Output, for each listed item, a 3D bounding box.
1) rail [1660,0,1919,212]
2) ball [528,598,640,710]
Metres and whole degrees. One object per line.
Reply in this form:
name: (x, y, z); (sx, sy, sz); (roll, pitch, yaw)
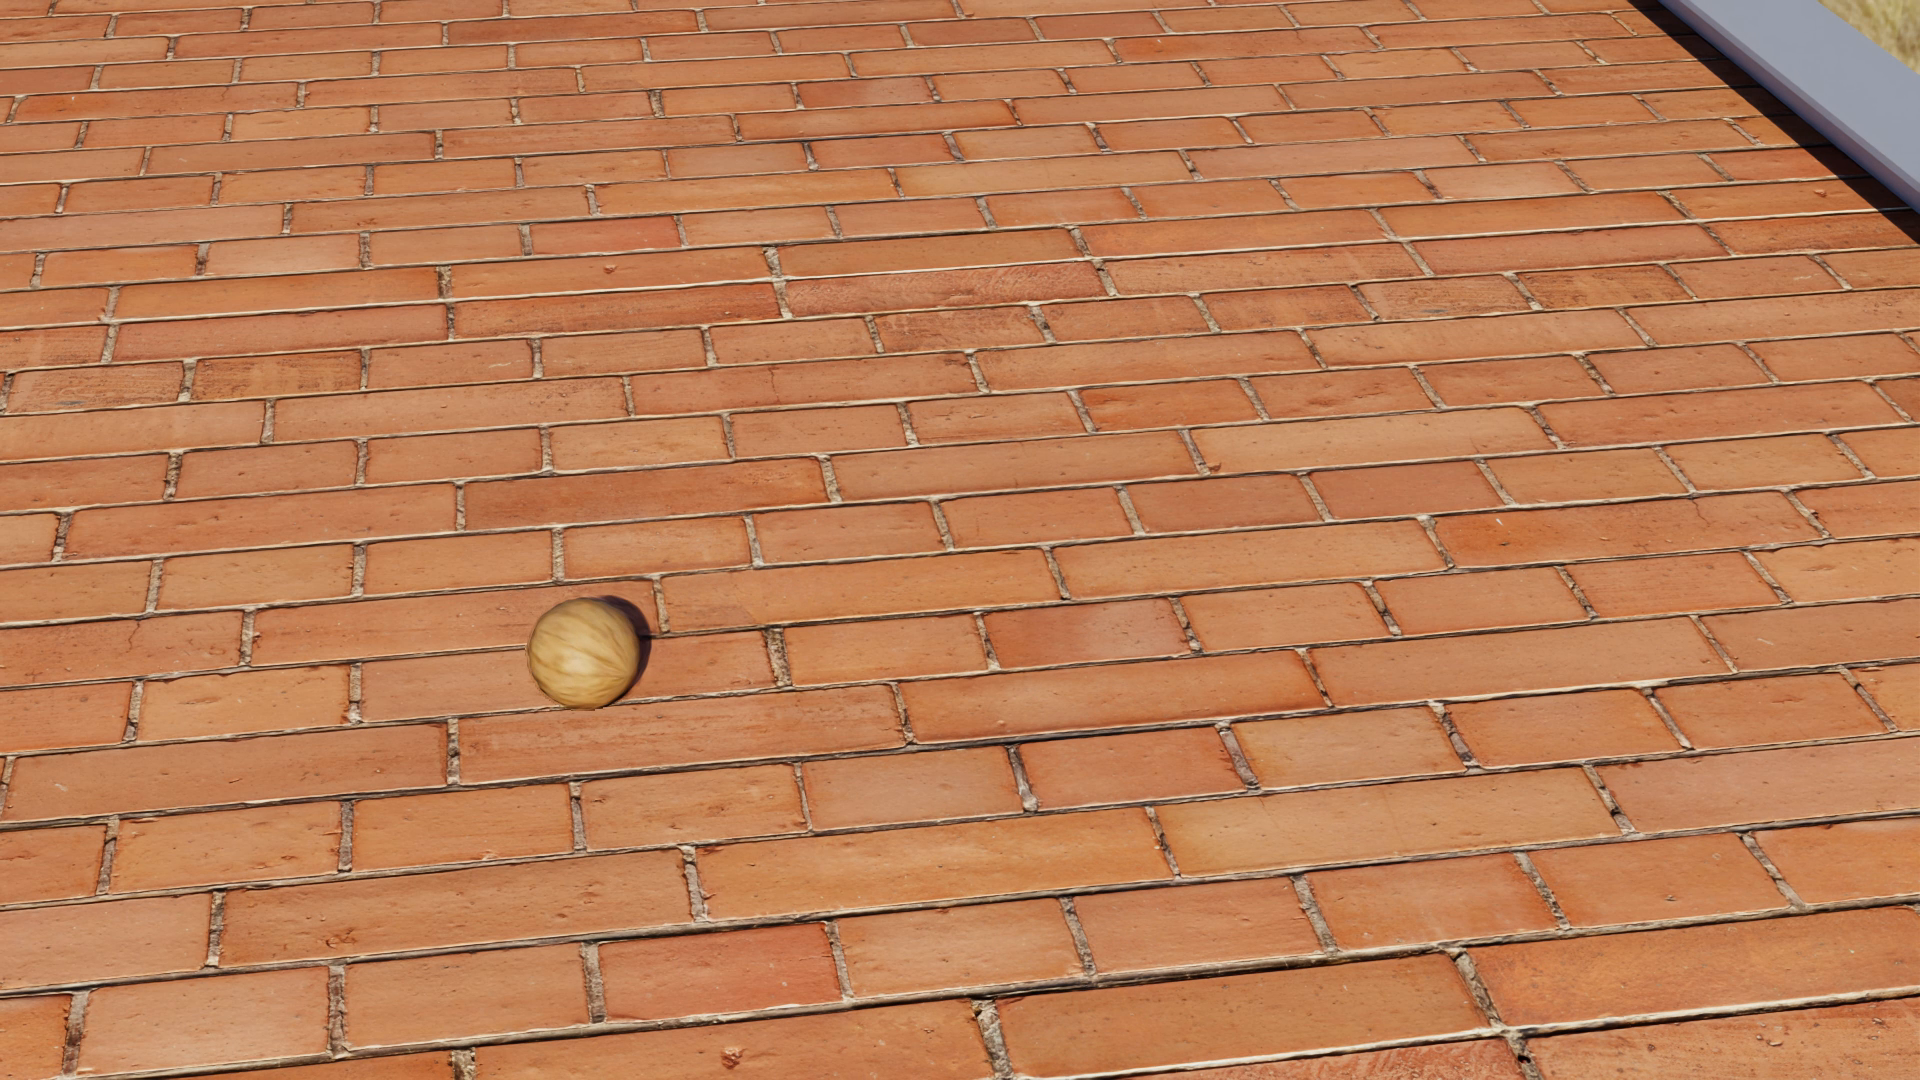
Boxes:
rail: (0.705, -0.468, 2.666); (0.045, 0.105, 3.345); (-4, 28, -8)
ball: (-0.217, 0.066, 1.701); (0.065, 0.065, 0.065); (0, 28, 0)
